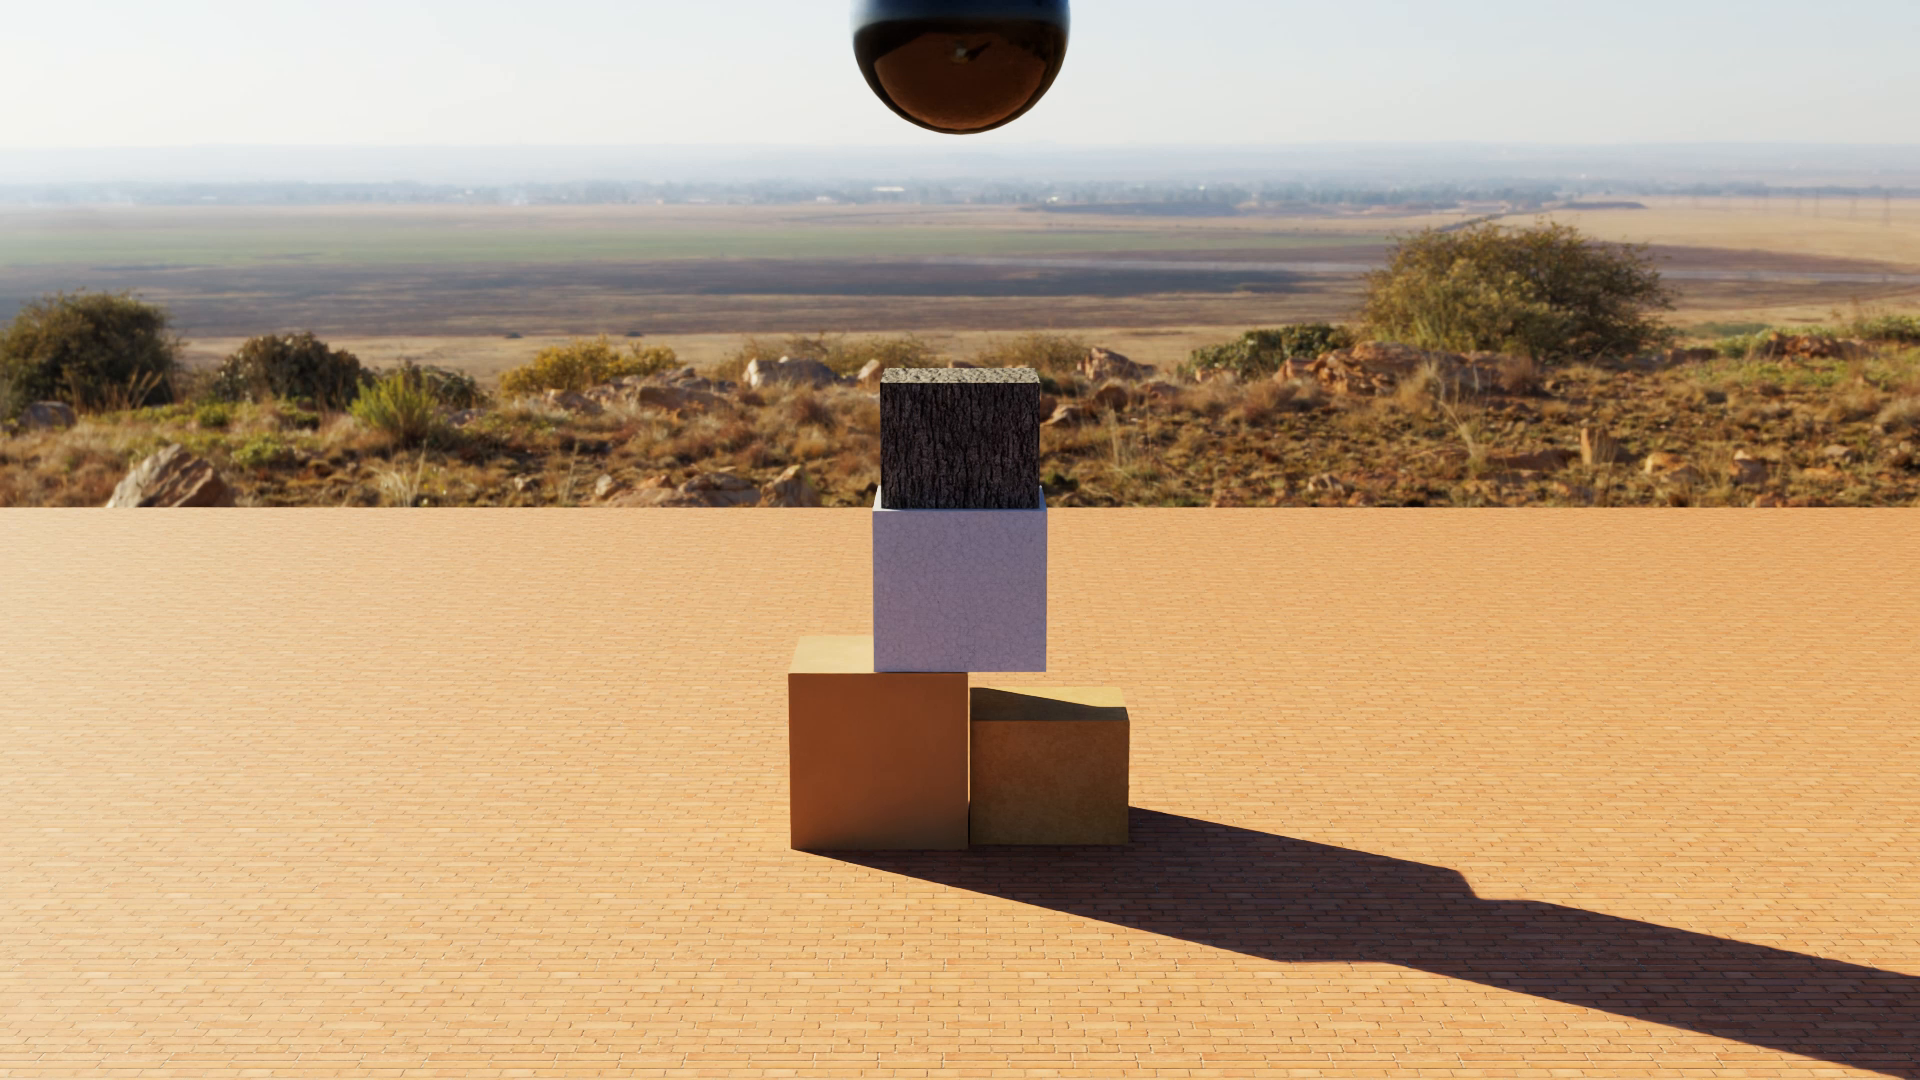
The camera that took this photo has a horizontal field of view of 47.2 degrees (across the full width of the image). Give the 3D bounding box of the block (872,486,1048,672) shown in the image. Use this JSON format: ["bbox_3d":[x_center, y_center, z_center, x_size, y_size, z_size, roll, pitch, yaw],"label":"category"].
[{"bbox_3d":[0.000,0.185,11.211,0.856,0.810,0.797,0,10,0],"label":"block"}]

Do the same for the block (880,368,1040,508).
[{"bbox_3d":[0.000,-0.523,11.104,0.778,0.621,0.699,0,10,0],"label":"block"}]

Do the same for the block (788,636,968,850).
[{"bbox_3d":[-0.405,1.031,11.358,0.890,0.908,0.826,0,10,0],"label":"block"}]

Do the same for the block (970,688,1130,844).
[{"bbox_3d":[0.450,1.159,11.393,0.799,0.642,0.692,0,10,0],"label":"block"}]

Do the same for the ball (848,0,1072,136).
[{"bbox_3d":[0.000,-3.709,15.745,1.600,1.600,1.600,0,10,0],"label":"ball"}]
